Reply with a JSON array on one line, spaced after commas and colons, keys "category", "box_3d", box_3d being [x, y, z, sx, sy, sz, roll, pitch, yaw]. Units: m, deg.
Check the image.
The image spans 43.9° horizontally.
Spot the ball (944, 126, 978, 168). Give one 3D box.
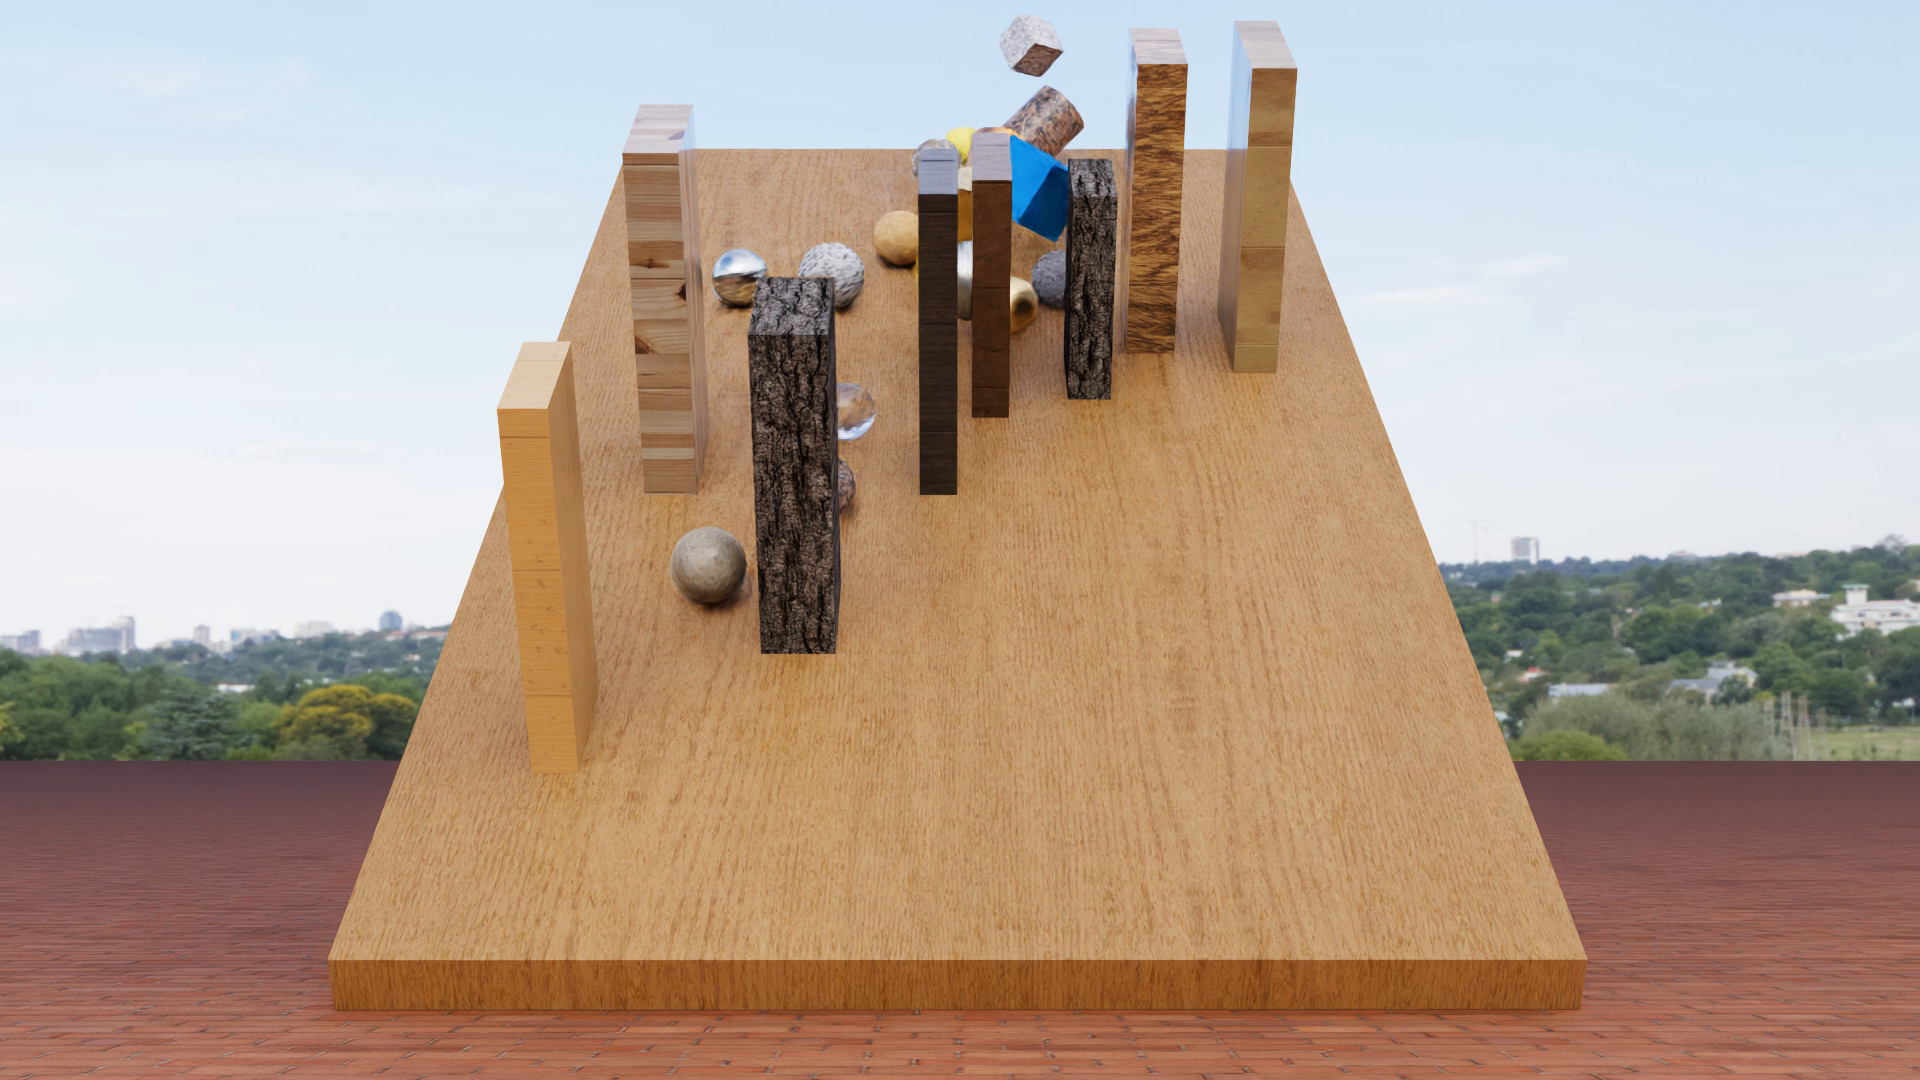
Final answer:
[{"category": "ball", "box_3d": [0.010, -1.163, 7.075, 0.130, 0.130, 0.130, 0, -5, 0]}]

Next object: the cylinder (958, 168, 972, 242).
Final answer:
[{"category": "cylinder", "box_3d": [0.009, -0.918, 6.590, 0.178, 0.178, 0.178, -1, 27, 12]}]

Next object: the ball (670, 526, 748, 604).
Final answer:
[{"category": "ball", "box_3d": [-0.504, 0.050, 4.780, 0.154, 0.154, 0.154, 0, -5, 0]}]

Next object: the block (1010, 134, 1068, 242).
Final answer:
[{"category": "block", "box_3d": [0.198, -0.944, 6.401, 0.181, 0.181, 0.181, 42, 15, 36]}]

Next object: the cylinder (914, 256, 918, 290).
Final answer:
[{"category": "cylinder", "box_3d": [-0.026, -0.673, 6.151, 0.146, 0.146, 0.146, -11, -2, -14]}]

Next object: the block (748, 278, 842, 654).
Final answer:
[{"category": "block", "box_3d": [-0.313, -0.140, 4.589, 0.144, 0.670, 0.279, 0, 28, 0]}]

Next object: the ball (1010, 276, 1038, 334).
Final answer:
[{"category": "ball", "box_3d": [0.126, -0.594, 6.014, 0.144, 0.144, 0.144, 0, -5, 0]}]

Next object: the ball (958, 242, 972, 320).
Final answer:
[{"category": "ball", "box_3d": [0.019, -0.640, 5.892, 0.195, 0.195, 0.195, 0, -5, 0]}]

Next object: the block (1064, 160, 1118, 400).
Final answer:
[{"category": "block", "box_3d": [0.308, -0.621, 5.675, 0.101, 0.509, 0.260, 0, 28, 0]}]

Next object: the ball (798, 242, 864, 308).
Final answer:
[{"category": "ball", "box_3d": [-0.331, -0.682, 6.150, 0.171, 0.171, 0.171, 0, -5, 0]}]

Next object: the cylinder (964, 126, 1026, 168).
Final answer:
[{"category": "cylinder", "box_3d": [0.098, -1.052, 6.735, 0.165, 0.165, 0.165, 11, -28, 6]}]

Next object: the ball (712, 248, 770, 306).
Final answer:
[{"category": "ball", "box_3d": [-0.568, -0.679, 6.167, 0.148, 0.148, 0.148, 0, -5, 0]}]

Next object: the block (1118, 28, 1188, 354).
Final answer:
[{"category": "block", "box_3d": [0.473, -0.860, 5.887, 0.119, 0.736, 0.305, 0, 28, 0]}]

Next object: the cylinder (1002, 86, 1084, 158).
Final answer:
[{"category": "cylinder", "box_3d": [0.245, -1.220, 7.059, 0.176, 0.176, 0.176, 43, -10, 9]}]

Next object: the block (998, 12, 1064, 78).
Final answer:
[{"category": "block", "box_3d": [0.212, -1.484, 7.157, 0.122, 0.122, 0.122, 4, -36, -41]}]

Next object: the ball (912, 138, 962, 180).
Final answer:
[{"category": "ball", "box_3d": [-0.067, -1.098, 6.963, 0.150, 0.150, 0.150, 0, -5, 0]}]

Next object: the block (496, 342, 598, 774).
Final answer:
[{"category": "block", "box_3d": [-0.722, 0.035, 4.208, 0.083, 0.715, 0.280, 0, 28, 0]}]

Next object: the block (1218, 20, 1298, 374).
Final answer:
[{"category": "block", "box_3d": [0.720, -0.837, 5.818, 0.105, 0.762, 0.399, 0, 28, 0]}]

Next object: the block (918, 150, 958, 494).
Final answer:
[{"category": "block", "box_3d": [-0.047, -0.472, 5.195, 0.082, 0.694, 0.287, 0, 28, 0]}]

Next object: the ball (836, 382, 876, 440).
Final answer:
[{"category": "ball", "box_3d": [-0.260, -0.295, 5.457, 0.134, 0.134, 0.134, 0, -5, 0]}]

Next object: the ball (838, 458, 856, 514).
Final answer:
[{"category": "ball", "box_3d": [-0.293, -0.115, 5.107, 0.142, 0.142, 0.142, 0, -5, 0]}]

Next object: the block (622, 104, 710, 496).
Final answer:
[{"category": "block", "box_3d": [-0.634, -0.521, 5.189, 0.115, 0.781, 0.330, 0, 28, 0]}]

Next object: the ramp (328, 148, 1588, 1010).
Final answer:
[{"category": "ramp", "box_3d": [-0.011, -0.223, 5.573, 2.000, 0.100, 4.000, 0, 28, 0]}]

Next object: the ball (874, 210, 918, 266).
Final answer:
[{"category": "ball", "box_3d": [-0.160, -0.815, 6.428, 0.149, 0.149, 0.149, 0, -5, 0]}]

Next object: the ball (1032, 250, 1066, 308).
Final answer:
[{"category": "ball", "box_3d": [0.260, -0.674, 6.159, 0.151, 0.151, 0.151, 0, -5, 0]}]

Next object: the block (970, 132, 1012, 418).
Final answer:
[{"category": "block", "box_3d": [0.071, -0.624, 5.600, 0.087, 0.584, 0.338, 0, 28, 0]}]
